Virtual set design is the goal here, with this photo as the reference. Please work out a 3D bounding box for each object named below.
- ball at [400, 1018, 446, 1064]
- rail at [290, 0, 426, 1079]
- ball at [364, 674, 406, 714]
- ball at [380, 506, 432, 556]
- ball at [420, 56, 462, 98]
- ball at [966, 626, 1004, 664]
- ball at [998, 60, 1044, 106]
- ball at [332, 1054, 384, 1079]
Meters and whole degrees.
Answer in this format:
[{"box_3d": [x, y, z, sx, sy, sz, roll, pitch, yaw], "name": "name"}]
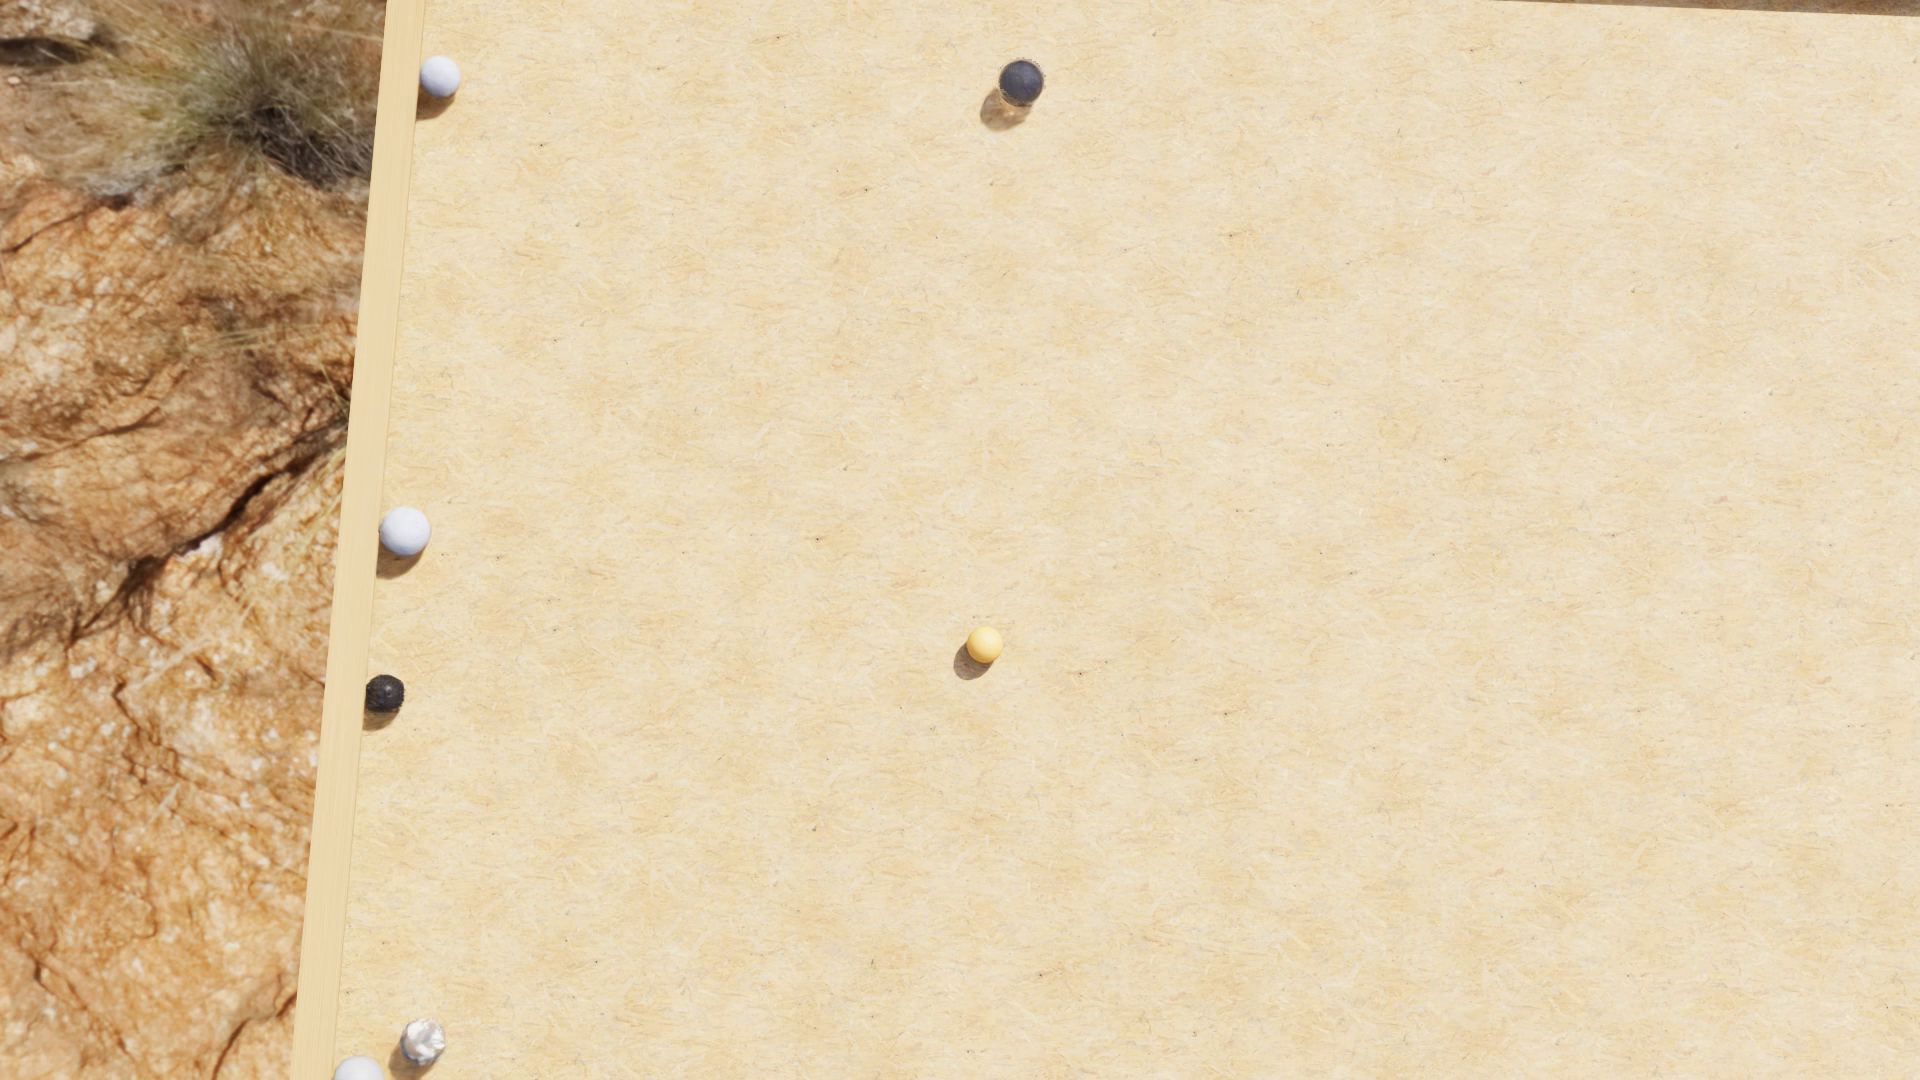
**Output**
[{"box_3d": [-0.771, 0.720, 3.159, 0.065, 0.065, 0.065, 0, 80, 0], "name": "ball"}, {"box_3d": [-0.885, -0.038, 3.275, 0.045, 0.097, 1.968, 2, 80, 0], "name": "rail"}, {"box_3d": [-0.849, 0.227, 3.249, 0.059, 0.059, 0.059, 0, 80, 0], "name": "ball"}, {"box_3d": [-0.827, -0.014, 3.283, 0.075, 0.075, 0.075, 0, 80, 0], "name": "ball"}, {"box_3d": [-0.807, -0.718, 3.412, 0.063, 0.063, 0.063, 0, 80, 0], "name": "ball"}, {"box_3d": [0.037, 0.155, 3.264, 0.054, 0.054, 0.054, 0, 80, 0], "name": "ball"}, {"box_3d": [0.094, -0.707, 3.405, 0.072, 0.072, 0.072, 0, 80, 0], "name": "ball"}, {"box_3d": [-0.861, 0.774, 3.146, 0.074, 0.074, 0.074, 0, 80, 0], "name": "ball"}]
